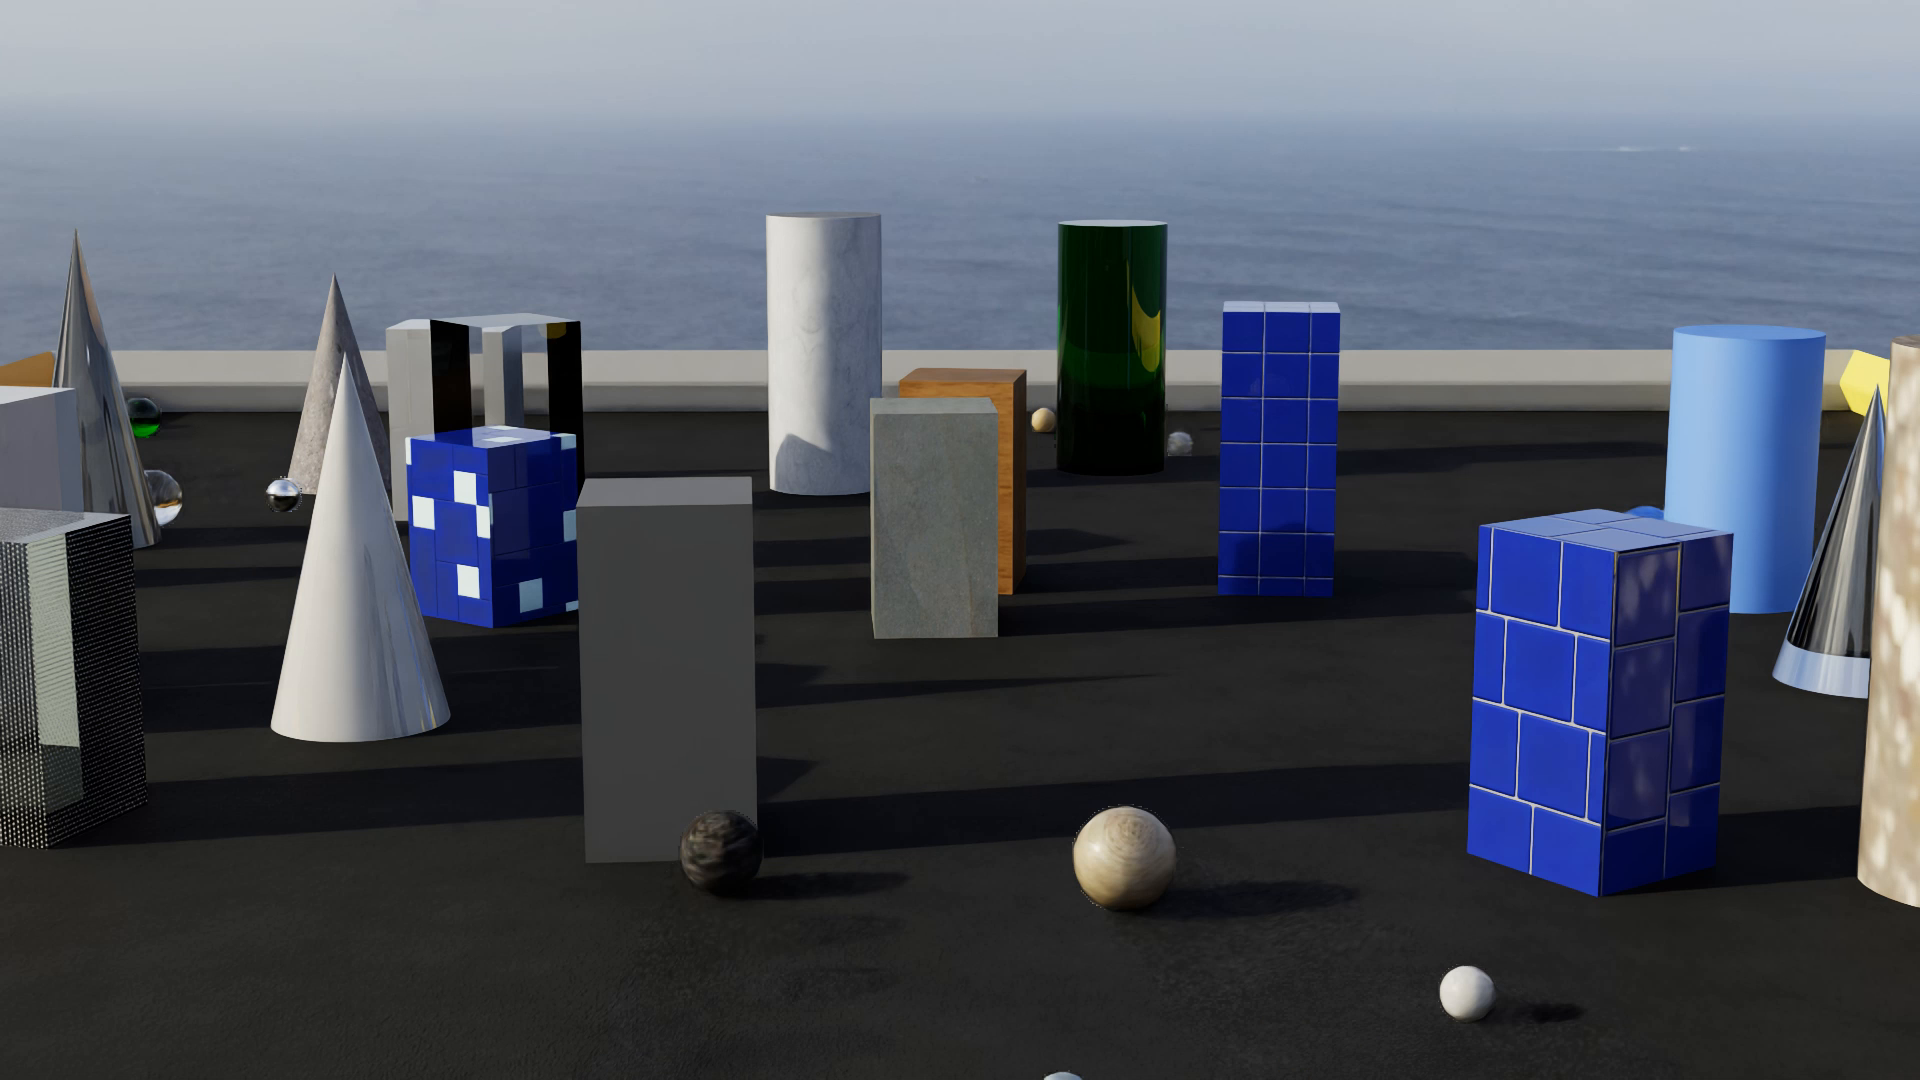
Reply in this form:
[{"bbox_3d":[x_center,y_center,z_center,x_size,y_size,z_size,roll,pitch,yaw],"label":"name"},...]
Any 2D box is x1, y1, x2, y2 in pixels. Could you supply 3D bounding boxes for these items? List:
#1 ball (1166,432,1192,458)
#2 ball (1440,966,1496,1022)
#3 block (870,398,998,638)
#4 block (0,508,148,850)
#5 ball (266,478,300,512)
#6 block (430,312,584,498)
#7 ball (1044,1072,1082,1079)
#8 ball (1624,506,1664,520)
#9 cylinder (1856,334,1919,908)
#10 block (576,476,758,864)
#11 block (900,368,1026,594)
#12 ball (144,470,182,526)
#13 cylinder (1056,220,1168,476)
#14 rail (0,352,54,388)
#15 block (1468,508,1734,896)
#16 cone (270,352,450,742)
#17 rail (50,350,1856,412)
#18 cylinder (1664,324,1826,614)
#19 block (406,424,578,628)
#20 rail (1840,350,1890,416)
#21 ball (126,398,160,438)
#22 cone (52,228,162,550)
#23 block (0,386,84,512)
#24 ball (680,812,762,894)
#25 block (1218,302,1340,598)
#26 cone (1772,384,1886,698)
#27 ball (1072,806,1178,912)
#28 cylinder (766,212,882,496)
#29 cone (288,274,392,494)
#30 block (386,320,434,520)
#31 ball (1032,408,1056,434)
[{"bbox_3d":[0.414,-0.181,4.830,0.049,0.049,0.049,0,10,0],"label":"ball"},{"bbox_3d":[0.392,0.350,1.979,0.043,0.043,0.043,0,10,0],"label":"ball"},{"bbox_3d":[-0.035,-0.032,3.358,0.159,0.291,0.159,-1,11,-3],"label":"block"},{"bbox_3d":[-0.910,0.129,2.484,0.159,0.293,0.159,3,11,17],"label":"block"},{"bbox_3d":[-1.118,-0.074,4.236,0.054,0.054,0.054,0,10,0],"label":"ball"},{"bbox_3d":[-0.660,-0.141,3.756,0.159,0.362,0.159,-8,13,-38],"label":"block"},{"bbox_3d":[0.071,0.389,1.773,0.042,0.042,0.042,0,10,0],"label":"ball"},{"bbox_3d":[0.997,-0.002,3.733,0.096,0.096,0.096,0,10,0],"label":"ball"},{"bbox_3d":[0.913,0.070,2.270,0.198,0.488,0.198,0,10,0],"label":"cylinder"},{"bbox_3d":[-0.274,0.119,2.427,0.159,0.335,0.159,-1,11,-5],"label":"block"},{"bbox_3d":[0.006,-0.086,3.638,0.159,0.297,0.159,1,11,8],"label":"block"},{"bbox_3d":[-1.288,-0.066,4.090,0.092,0.092,0.092,0,10,0],"label":"ball"},{"bbox_3d":[0.275,-0.352,4.665,0.198,0.446,0.198,0,10,0],"label":"cylinder"},{"bbox_3d":[-1.895,0.035,3.438,0.045,0.129,4.092,0,10,0],"label":"rail"},{"bbox_3d":[0.586,0.143,2.356,0.159,0.312,0.159,-7,13,-34],"label":"block"},{"bbox_3d":[-0.675,-0.003,2.856,0.198,0.417,0.198,0,10,0],"label":"cone"},{"bbox_3d":[-0.012,-0.335,5.437,3.837,0.129,0.045,0,10,0],"label":"rail"},{"bbox_3d":[1.071,-0.101,3.517,0.198,0.370,0.198,0,10,0],"label":"cylinder"},{"bbox_3d":[-0.627,-0.022,3.450,0.159,0.238,0.159,8,13,37],"label":"block"},{"bbox_3d":[1.895,0.031,3.459,0.045,0.129,4.092,0,10,0],"label":"rail"},{"bbox_3d":[-1.623,-0.242,5.074,0.080,0.080,0.080,0,10,0],"label":"ball"},{"bbox_3d":[-1.339,-0.238,3.929,0.198,0.490,0.198,0,10,0],"label":"cone"},{"bbox_3d":[-1.091,0.021,2.863,0.159,0.368,0.159,3,11,14],"label":"block"},{"bbox_3d":[-0.212,0.278,2.283,0.073,0.073,0.073,0,10,0],"label":"ball"},{"bbox_3d":[0.447,-0.131,3.610,0.159,0.395,0.159,1,11,6],"label":"block"},{"bbox_3d":[1.080,-0.010,3.053,0.198,0.359,0.198,0,10,0],"label":"cone"},{"bbox_3d":[0.144,0.278,2.237,0.091,0.091,0.091,0,10,0],"label":"ball"},{"bbox_3d":[-0.235,-0.327,4.457,0.198,0.473,0.198,0,10,0],"label":"cylinder"},{"bbox_3d":[-1.083,-0.281,4.473,0.198,0.376,0.198,0,10,0],"label":"cone"},{"bbox_3d":[-0.838,-0.199,4.207,0.159,0.311,0.159,0,10,1],"label":"block"},{"bbox_3d":[0.168,-0.239,5.144,0.050,0.050,0.050,0,10,0],"label":"ball"}]
